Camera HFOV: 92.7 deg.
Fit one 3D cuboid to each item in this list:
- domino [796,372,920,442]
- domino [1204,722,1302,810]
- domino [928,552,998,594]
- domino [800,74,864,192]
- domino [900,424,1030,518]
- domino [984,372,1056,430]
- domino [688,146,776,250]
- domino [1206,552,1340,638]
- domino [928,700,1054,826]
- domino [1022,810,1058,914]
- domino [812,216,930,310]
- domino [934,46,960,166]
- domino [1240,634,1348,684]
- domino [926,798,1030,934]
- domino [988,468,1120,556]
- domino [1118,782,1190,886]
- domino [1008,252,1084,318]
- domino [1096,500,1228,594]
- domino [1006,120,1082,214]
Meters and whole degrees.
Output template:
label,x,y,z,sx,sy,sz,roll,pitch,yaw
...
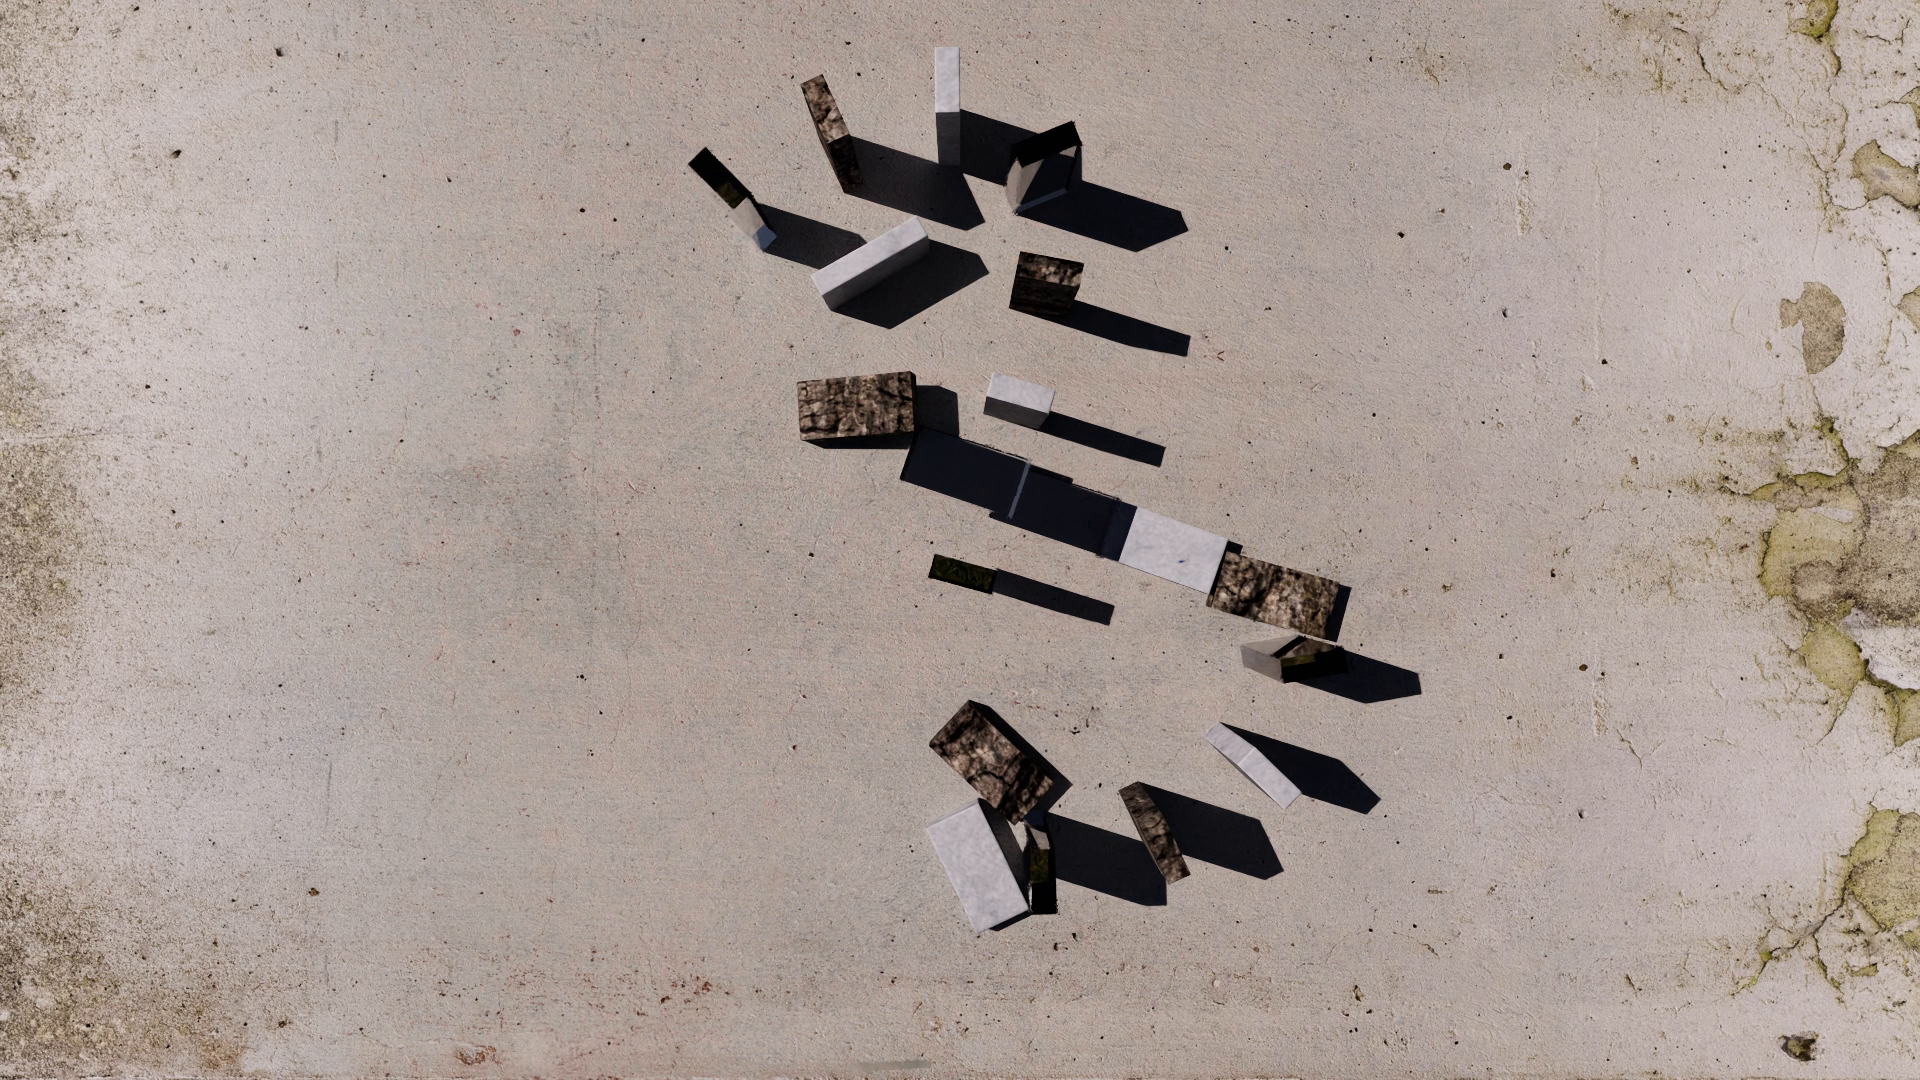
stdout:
label,x,y,z,sx,sy,sz,roll,pitch,yaw
domino,-0.043,-0.057,0.391,0.050,0.010,0.025,-3,90,11
domino,0.118,0.091,0.375,0.025,0.050,0.009,44,90,0
domino,0.001,0.013,0.375,0.025,0.050,0.009,15,90,0
domino,-0.052,-0.165,0.375,0.010,0.050,0.025,-25,90,0
domino,0.002,-0.029,0.390,0.050,0.009,0.025,19,90,13
domino,0.023,-0.056,0.375,0.025,0.050,0.010,16,90,0
domino,-0.092,-0.138,0.375,0.009,0.050,0.025,-45,90,0
domino,0.135,0.023,0.395,0.050,0.009,0.025,15,90,0
domino,0.013,0.096,0.395,0.050,0.009,0.025,43,90,0
domino,0.032,0.131,0.375,0.009,0.050,0.025,-2,90,0
domino,-0.037,-0.116,0.388,0.050,0.025,0.009,-30,90,0
domino,-0.005,-0.176,0.375,0.010,0.050,0.025,0,90,0
domino,0.135,0.048,0.375,0.025,0.050,0.010,-10,90,0
domino,0.008,0.140,0.395,0.025,0.009,0.050,-26,90,0
domino,0.040,-0.013,0.391,0.050,0.009,0.025,19,90,11
domino,0.079,0.119,0.375,0.009,0.050,0.025,-26,90,0
domino,0.034,-0.103,0.375,0.025,0.050,0.009,11,90,0
domino,0.087,0.003,0.395,0.050,0.009,0.025,20,90,0
domino,0.033,-0.151,0.375,0.025,0.050,0.009,-22,90,0
